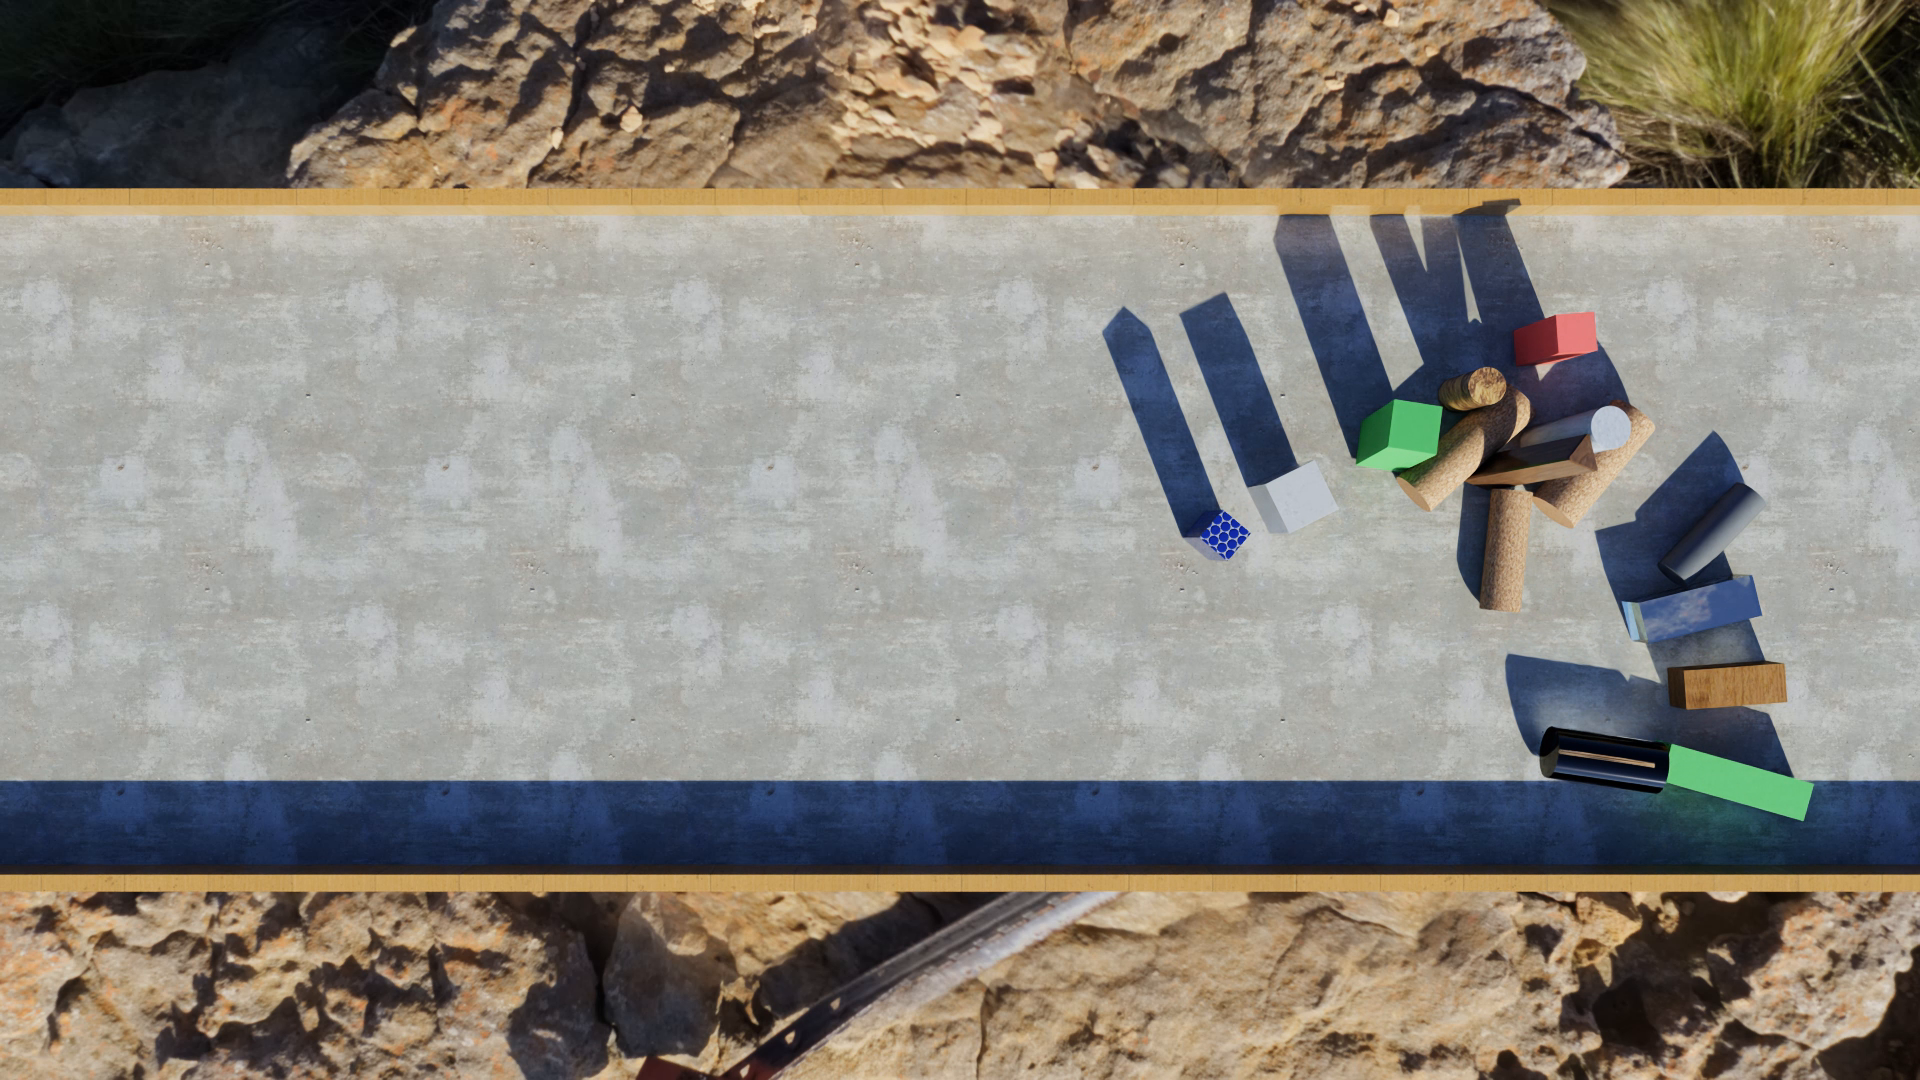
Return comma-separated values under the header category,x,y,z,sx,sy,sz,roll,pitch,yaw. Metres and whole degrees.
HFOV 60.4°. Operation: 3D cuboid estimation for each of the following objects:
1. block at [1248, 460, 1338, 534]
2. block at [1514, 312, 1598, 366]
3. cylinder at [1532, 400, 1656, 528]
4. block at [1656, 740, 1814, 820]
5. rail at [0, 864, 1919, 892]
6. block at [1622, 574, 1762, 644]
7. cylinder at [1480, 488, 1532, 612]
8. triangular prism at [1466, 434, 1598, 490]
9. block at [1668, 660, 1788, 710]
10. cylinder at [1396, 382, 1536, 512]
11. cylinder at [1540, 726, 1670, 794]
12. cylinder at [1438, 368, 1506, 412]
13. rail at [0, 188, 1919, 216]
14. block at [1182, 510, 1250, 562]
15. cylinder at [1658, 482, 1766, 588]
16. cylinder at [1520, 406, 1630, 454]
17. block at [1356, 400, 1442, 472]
category,x,y,z,sx,sy,sz,roll,pitch,yaw
block,0.989,-0.125,4.923,0.159,0.307,0.159,-26,90,0
block,1.763,-0.593,4.896,0.111,0.362,0.111,-4,90,0
cylinder,1.919,-0.230,5.001,0.152,0.152,0.384,40,90,0
block,2.339,0.729,5.019,0.444,0.116,0.116,16,90,0
rail,-2.247,1.025,5.001,12.000,0.150,0.050,0,90,0
block,2.223,0.208,5.014,0.352,0.126,0.126,-14,90,0
cylinder,1.660,0.033,5.016,0.120,0.120,0.366,6,90,0
triangular prism,1.681,-0.235,4.867,0.107,0.439,0.093,19,77,-22
block,2.332,0.441,5.018,0.304,0.117,0.117,-4,90,0
cylinder,1.536,-0.282,5.005,0.430,0.143,0.143,-42,90,0
cylinder,1.950,0.667,4.998,0.333,0.157,0.157,8,90,0
cylinder,1.524,-0.445,4.922,0.109,0.309,0.109,0,90,0
rail,-2.247,-1.025,5.002,12.000,0.150,0.050,0,90,0
block,0.758,-0.013,4.894,0.105,0.365,0.105,40,90,0
cylinder,2.288,-0.015,5.021,0.110,0.110,0.342,44,90,0
cylinder,1.811,-0.305,4.870,0.124,0.396,0.124,1,86,-10
block,1.296,-0.305,4.887,0.140,0.366,0.140,9,84,0
